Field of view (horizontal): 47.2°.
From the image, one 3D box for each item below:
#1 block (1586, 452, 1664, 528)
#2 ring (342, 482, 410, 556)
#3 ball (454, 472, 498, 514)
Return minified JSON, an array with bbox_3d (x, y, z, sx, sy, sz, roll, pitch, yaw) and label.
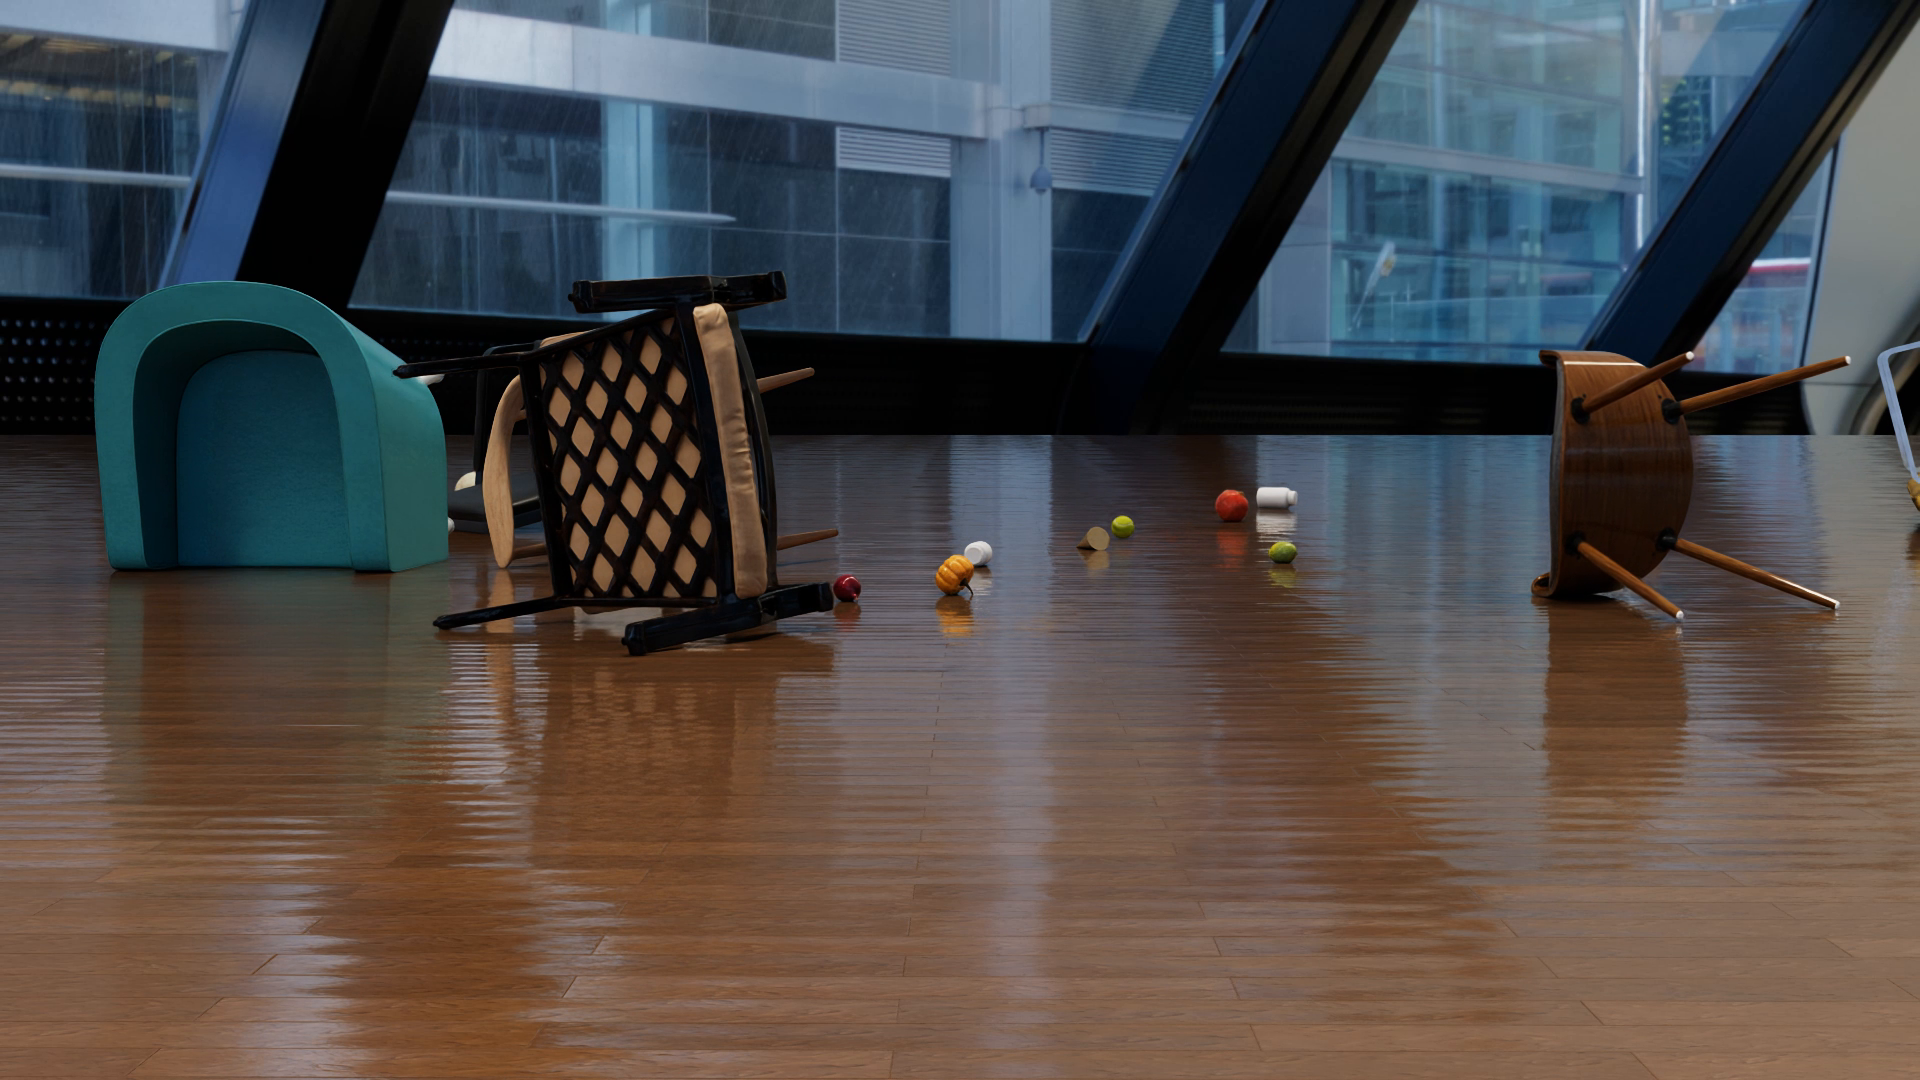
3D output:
[{"bbox_3d":[2.172,-0.164,7.182,0.161,0.239,0.173,-3,5,-39],"label":"block"},{"bbox_3d":[-1.585,-0.055,5.971,0.161,0.198,0.221,5,24,-9],"label":"ring"},{"bbox_3d":[-1.734,-0.168,7.883,0.153,0.153,0.153,0,4,0],"label":"ball"}]
